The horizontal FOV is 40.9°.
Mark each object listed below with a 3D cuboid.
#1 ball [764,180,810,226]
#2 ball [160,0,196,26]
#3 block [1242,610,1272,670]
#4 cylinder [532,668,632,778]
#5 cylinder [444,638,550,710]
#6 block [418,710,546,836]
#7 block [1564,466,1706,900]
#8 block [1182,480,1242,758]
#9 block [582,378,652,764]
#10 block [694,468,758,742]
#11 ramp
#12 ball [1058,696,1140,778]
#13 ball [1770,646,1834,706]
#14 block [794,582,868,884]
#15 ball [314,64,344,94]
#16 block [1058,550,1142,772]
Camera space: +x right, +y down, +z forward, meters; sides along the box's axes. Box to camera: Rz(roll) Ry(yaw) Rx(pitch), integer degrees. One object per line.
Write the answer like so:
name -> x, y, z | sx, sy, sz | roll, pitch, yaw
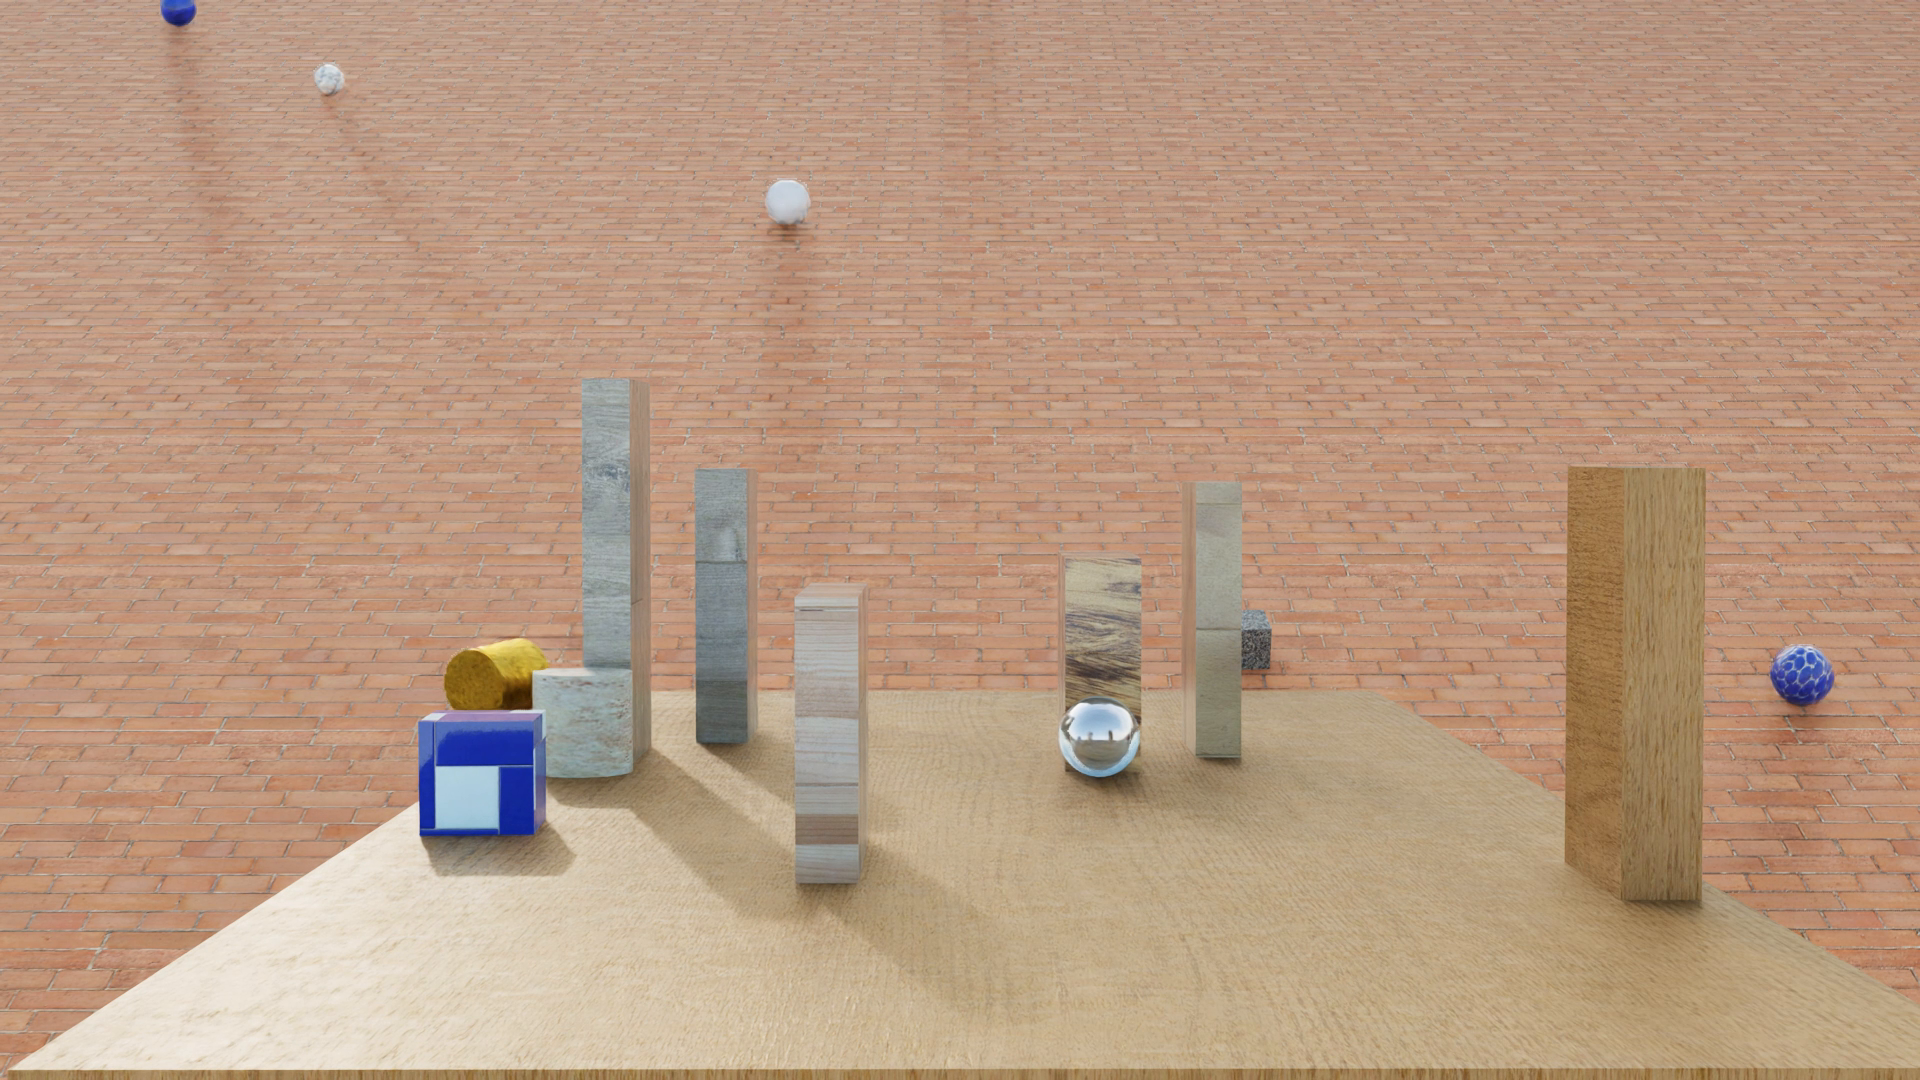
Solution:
ball -> -0.698, -1.366, 10.430 | 0.182, 0.182, 0.182 | 0, 24, 0
ball -> -4.139, -2.815, 13.640 | 0.186, 0.186, 0.186 | 0, 24, 0
block -> 0.761, 0.267, 6.885 | 0.118, 0.118, 0.118 | -2, 24, -4
cylinder -> -0.719, 0.346, 4.907 | 0.190, 0.190, 0.190 | 0, 2, 0
cylinder -> -1.130, 0.344, 6.303 | 0.182, 0.182, 0.182 | 13, 13, 27
block -> -0.774, 0.376, 4.187 | 0.181, 0.181, 0.181 | 0, 2, -3
block -> 0.953, 0.190, 3.653 | 0.110, 0.587, 0.323 | 0, 2, 0
block -> 0.514, 0.154, 5.283 | 0.091, 0.546, 0.327 | 0, 2, 0
block -> -0.685, 0.057, 5.159 | 0.093, 0.750, 0.332 | 0, 2, 0
block -> -0.499, 0.133, 5.520 | 0.108, 0.573, 0.282 | 0, 2, 0
ramp -> 0.056, 0.503, 4.548 | 2.000, 0.100, 4.000 | 0, 2, 0
ball -> 0.260, 0.368, 4.820 | 0.151, 0.151, 0.151 | 0, 24, 0
ball -> 2.176, 0.350, 6.655 | 0.155, 0.155, 0.155 | 0, 24, 0
block -> -0.188, 0.276, 3.839 | 0.089, 0.404, 0.409 | 0, 2, 0
ball -> -3.024, -2.207, 12.349 | 0.138, 0.138, 0.138 | 0, 24, 0
block -> 0.272, 0.231, 5.078 | 0.144, 0.406, 0.373 | 0, 2, 0
